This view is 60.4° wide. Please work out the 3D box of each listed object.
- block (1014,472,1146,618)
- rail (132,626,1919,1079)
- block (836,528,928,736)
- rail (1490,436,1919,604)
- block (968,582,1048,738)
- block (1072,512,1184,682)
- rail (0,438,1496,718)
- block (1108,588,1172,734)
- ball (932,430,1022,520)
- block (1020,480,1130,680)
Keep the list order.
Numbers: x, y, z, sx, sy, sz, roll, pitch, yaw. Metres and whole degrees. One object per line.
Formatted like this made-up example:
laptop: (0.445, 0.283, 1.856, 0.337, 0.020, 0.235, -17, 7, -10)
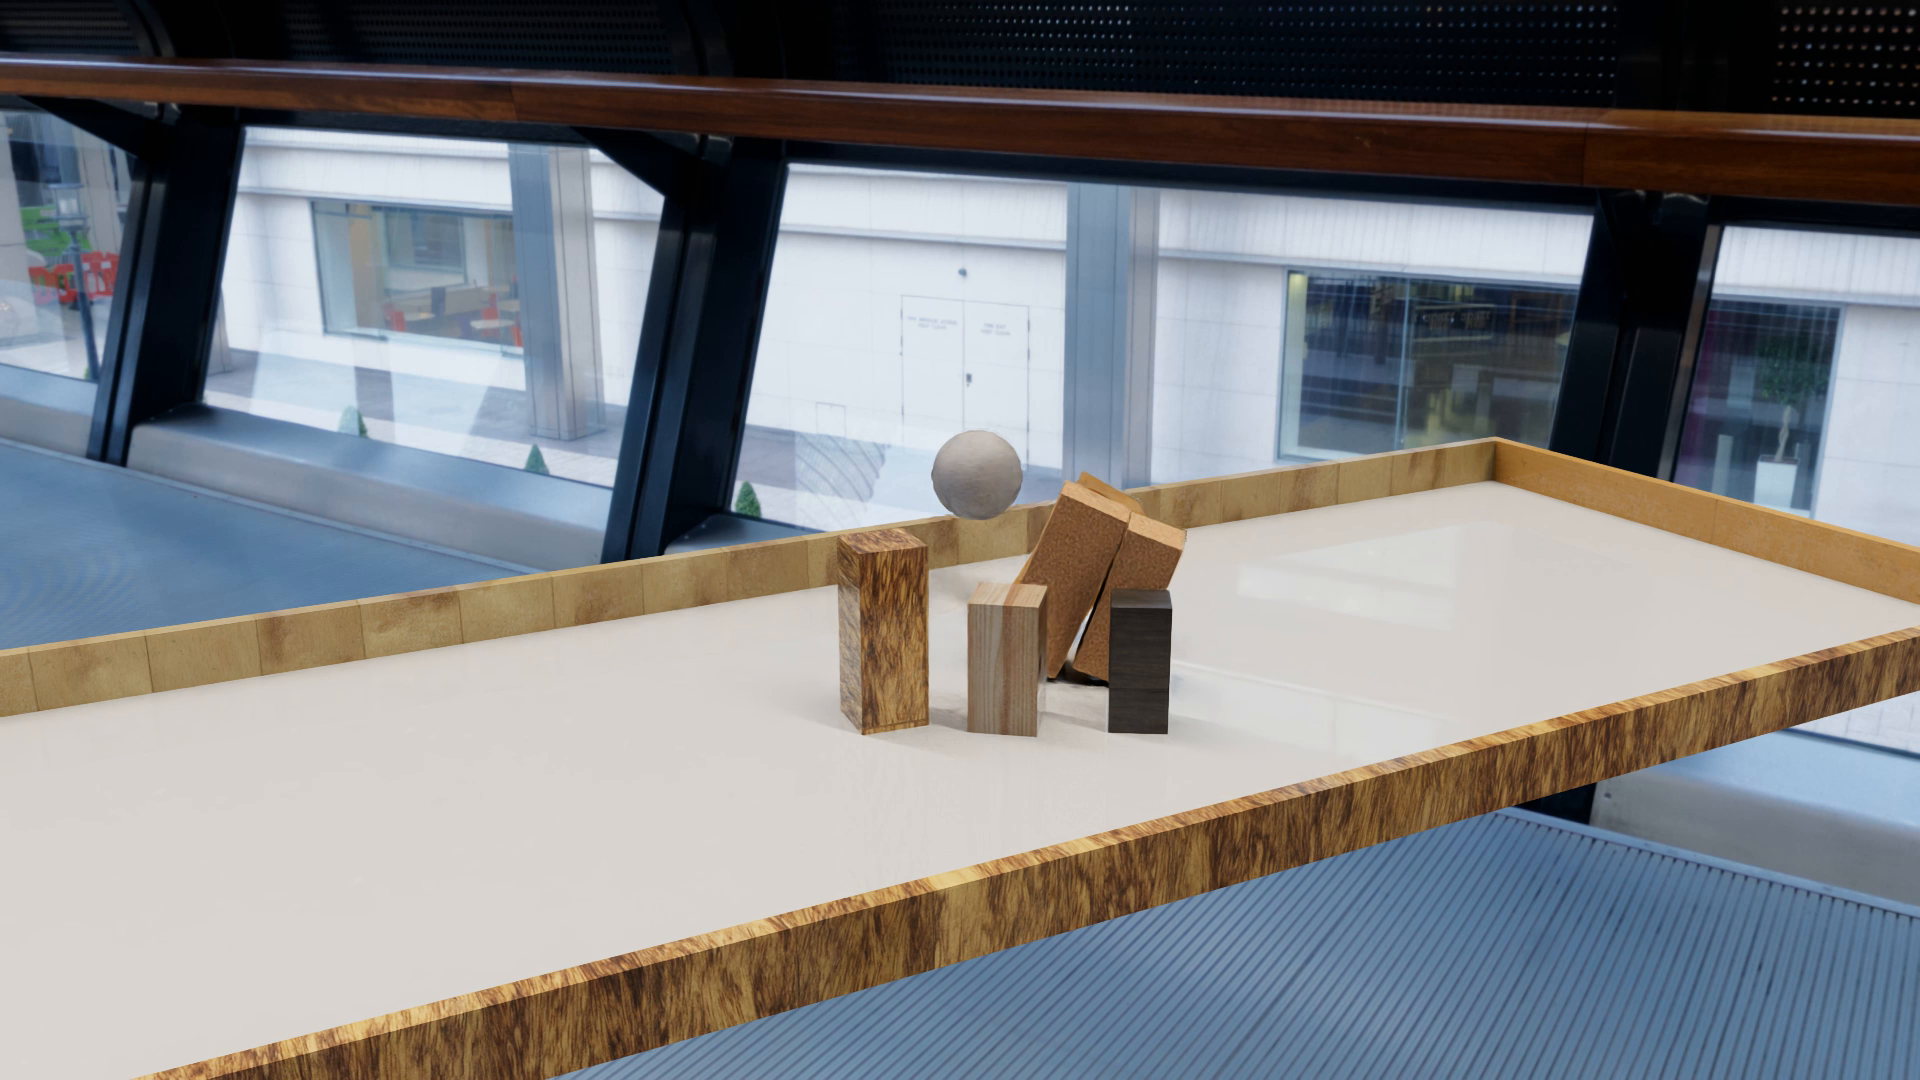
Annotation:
block: (0.312, 0.045, 4.434, 0.178, 0.397, 0.178, 29, 13, -9)
rail: (-2.336, 1.006, 1.665, 12.000, 0.150, 0.050, -9, 18, -27)
block: (-0.180, 0.212, 3.857, 0.165, 0.438, 0.165, -6, 18, -21)
rail: (2.466, -0.048, 5.253, 0.050, 0.150, 2.100, -9, 18, -27)
block: (0.112, 0.277, 3.852, 0.162, 0.316, 0.162, 3, 17, 10)
block: (0.418, 0.149, 4.096, 0.140, 0.392, 0.140, 21, 21, 2)
rail: (-3.305, 0.497, 3.399, 12.000, 0.150, 0.050, -9, 18, -27)
block: (0.418, 0.282, 3.848, 0.137, 0.308, 0.137, 1, 16, 4)
ball: (0.049, -0.186, 4.743, 0.261, 0.261, 0.261, 0, 16, 0)
block: (0.255, 0.098, 4.160, 0.178, 0.441, 0.178, 24, 15, 1)
